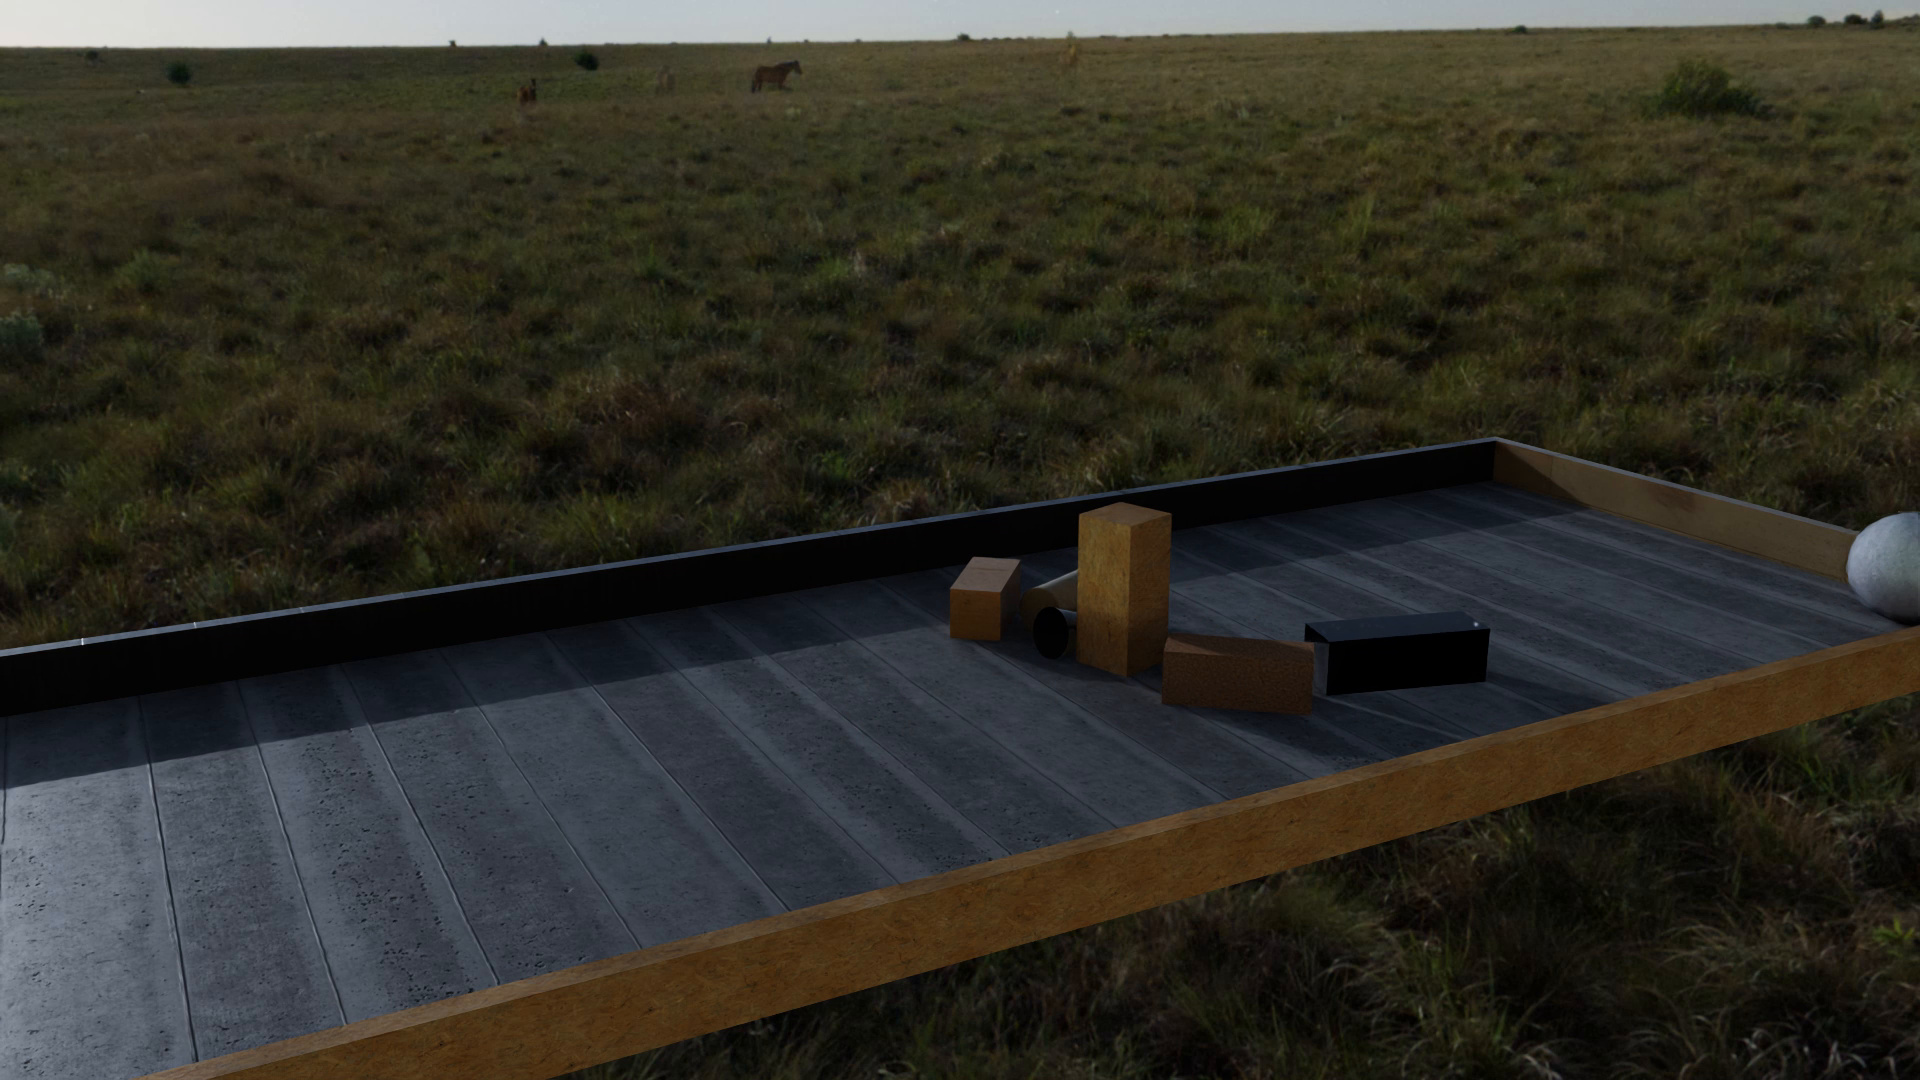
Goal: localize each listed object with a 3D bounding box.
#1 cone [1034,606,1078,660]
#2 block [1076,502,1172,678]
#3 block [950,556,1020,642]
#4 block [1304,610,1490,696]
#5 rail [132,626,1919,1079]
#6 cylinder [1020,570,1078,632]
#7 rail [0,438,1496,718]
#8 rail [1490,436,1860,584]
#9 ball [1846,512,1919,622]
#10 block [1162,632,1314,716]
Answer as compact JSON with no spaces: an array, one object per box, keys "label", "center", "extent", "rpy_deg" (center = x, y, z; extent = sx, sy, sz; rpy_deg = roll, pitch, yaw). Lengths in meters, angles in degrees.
[{"label":"cone","center":[0.390,0.239,4.421],"extent":[0.402,0.136,0.136],"rpy_deg":[-1,13,-40]},{"label":"block","center":[0.419,0.124,4.229],"extent":[0.167,0.396,0.167],"rpy_deg":[15,23,42]},{"label":"block","center":[0.073,0.160,4.567],"extent":[0.138,0.138,0.302],"rpy_deg":[4,17,12]},{"label":"block","center":[1.094,0.282,4.144],"extent":[0.431,0.141,0.141],"rpy_deg":[-4,17,-12]},{"label":"rail","center":[-2.336,1.006,1.665],"extent":[12.000,0.150,0.050],"rpy_deg":[-9,18,-27]},{"label":"cylinder","center":[0.307,0.161,4.569],"extent":[0.134,0.134,0.303],"rpy_deg":[12,20,36]},{"label":"rail","center":[-3.305,0.497,3.399],"extent":[12.000,0.150,0.050],"rpy_deg":[-9,18,-27]},{"label":"rail","center":[2.466,-0.048,5.253],"extent":[0.050,0.150,2.100],"rpy_deg":[-9,18,-27]},{"label":"ball","center":[2.620,0.077,4.554],"extent":[0.304,0.304,0.304],"rpy_deg":[0,16,0]},{"label":"block","center":[0.677,0.324,4.011],"extent":[0.354,0.136,0.136],"rpy_deg":[3,17,12]}]
